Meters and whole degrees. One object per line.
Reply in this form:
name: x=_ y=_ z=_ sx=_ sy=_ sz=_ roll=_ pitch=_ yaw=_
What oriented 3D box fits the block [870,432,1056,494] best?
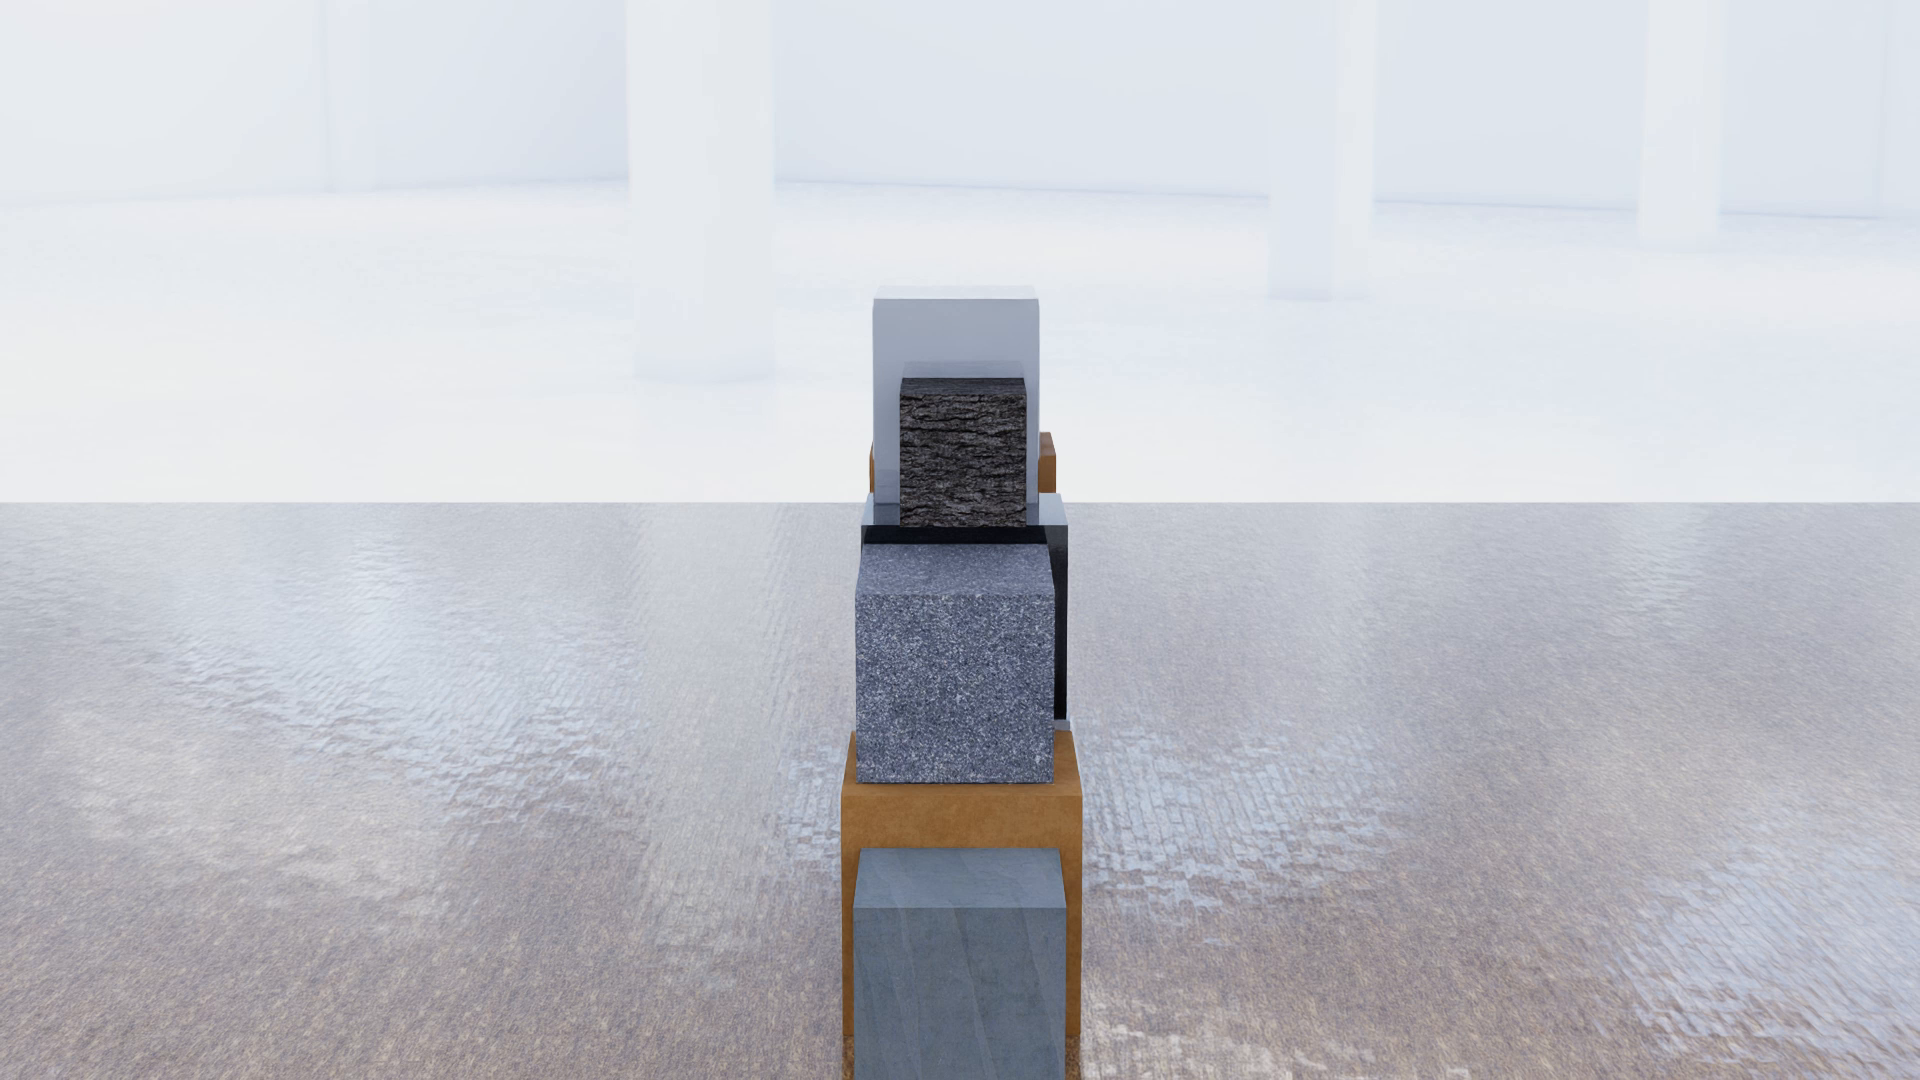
block: x=0.013 y=-0.073 z=12.028 sx=0.846 sy=0.768 sz=0.780 roll=0 pitch=10 yaw=0

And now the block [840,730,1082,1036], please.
block: x=0.006 y=1.297 z=9.871 sx=0.881 sy=0.916 sz=0.938 roll=0 pitch=10 yaw=0

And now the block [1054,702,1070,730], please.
block: x=0.018 y=1.117 z=10.758 sx=0.845 sy=0.953 sz=0.851 roll=0 pitch=10 yaw=0

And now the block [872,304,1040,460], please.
block: x=-0.017 y=-0.755 z=11.742 sx=0.742 sy=0.676 sz=0.749 roll=0 pitch=10 yaw=0

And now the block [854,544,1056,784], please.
block: x=-0.018 y=0.459 z=9.792 sx=0.727 sy=0.724 sz=0.819 roll=0 pitch=13 yaw=0

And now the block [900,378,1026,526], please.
block: x=0.012 y=-0.359 z=10.317 sx=0.497 sy=0.525 sz=0.552 roll=0 pitch=10 yaw=0

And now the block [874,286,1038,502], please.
block: x=-0.016 y=-0.638 z=10.971 sx=0.676 sy=0.845 sz=0.802 roll=0 pitch=9 yaw=0

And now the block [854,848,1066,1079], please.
block: x=-0.001 y=1.539 z=9.081 sx=0.722 sy=0.723 sz=0.683 roll=0 pitch=10 yaw=0

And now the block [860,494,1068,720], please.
block: x=0.018 y=0.260 z=10.592 sx=0.819 sy=0.792 sz=0.784 roll=0 pitch=10 yaw=0
